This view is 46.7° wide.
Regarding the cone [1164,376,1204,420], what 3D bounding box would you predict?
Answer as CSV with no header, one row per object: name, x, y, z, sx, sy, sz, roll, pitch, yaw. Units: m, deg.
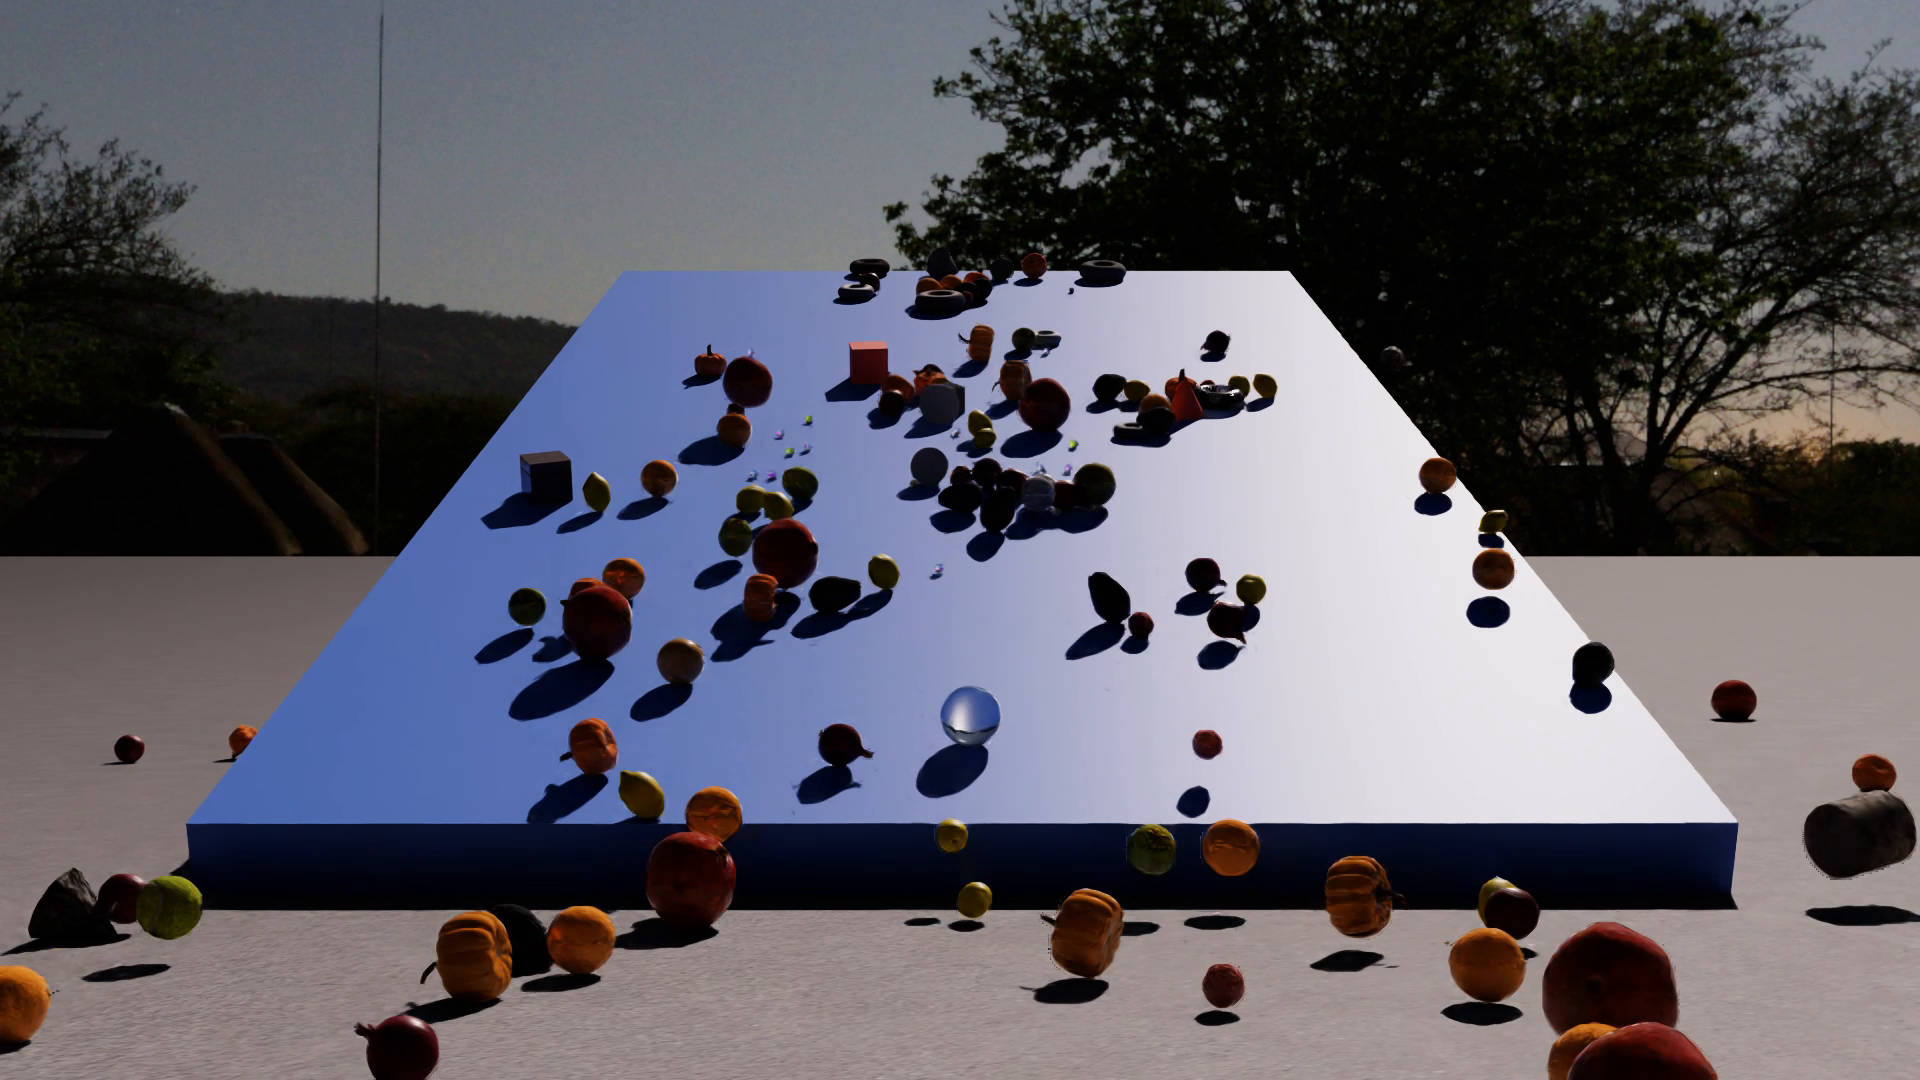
cone,0.501,-0.322,4.945,0.091,0.091,0.091,0,17,0

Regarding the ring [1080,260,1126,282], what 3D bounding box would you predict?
ring,0.420,-0.793,6.557,0.139,0.046,0.139,1,18,0

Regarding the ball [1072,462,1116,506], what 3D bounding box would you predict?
ball,0.257,-0.106,4.253,0.084,0.084,0.084,0,0,0

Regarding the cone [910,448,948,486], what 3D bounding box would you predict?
cone,-0.054,-0.139,4.445,0.078,0.078,0.078,0,-10,11

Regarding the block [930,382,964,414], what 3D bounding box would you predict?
block,-0.031,-0.315,4.976,0.060,0.060,0.060,-12,21,-34

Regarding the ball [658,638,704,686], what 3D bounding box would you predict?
ball,-0.419,0.182,3.335,0.071,0.071,0.071,0,0,0

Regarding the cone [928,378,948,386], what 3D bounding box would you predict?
cone,-0.048,-0.333,5.086,0.063,0.063,0.063,0,-10,-7

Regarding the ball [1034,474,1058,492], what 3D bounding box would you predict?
ball,0.158,-0.099,4.272,0.060,0.060,0.060,0,0,0

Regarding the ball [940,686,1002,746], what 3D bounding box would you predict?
ball,0.015,0.246,3.104,0.086,0.086,0.086,0,0,0

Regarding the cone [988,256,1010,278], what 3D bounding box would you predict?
cone,0.118,-0.790,6.573,0.067,0.067,0.067,0,-29,9

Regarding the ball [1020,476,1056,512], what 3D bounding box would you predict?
ball,0.147,-0.087,4.190,0.067,0.067,0.067,0,0,0

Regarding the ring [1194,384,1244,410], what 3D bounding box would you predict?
ring,0.582,-0.323,5.037,0.123,0.041,0.123,1,16,0

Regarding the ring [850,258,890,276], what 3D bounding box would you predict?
ring,-0.269,-0.813,6.628,0.121,0.040,0.121,-1,16,0

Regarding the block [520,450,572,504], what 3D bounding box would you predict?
block,-0.801,-0.121,4.305,0.080,0.080,0.080,-8,19,-23

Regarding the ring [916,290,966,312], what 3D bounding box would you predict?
ring,-0.054,-0.655,6.107,0.139,0.046,0.139,-1,16,0

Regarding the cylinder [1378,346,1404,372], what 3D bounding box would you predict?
cylinder,1.072,-0.451,5.529,0.057,0.057,0.057,0,12,19

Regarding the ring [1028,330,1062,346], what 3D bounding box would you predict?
ring,0.216,-0.517,5.686,0.086,0.029,0.086,0,19,0

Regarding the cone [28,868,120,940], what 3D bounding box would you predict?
cone,-1.001,0.439,2.554,0.090,0.090,0.090,27,3,7

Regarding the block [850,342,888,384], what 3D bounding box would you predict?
block,-0.217,-0.421,5.276,0.085,0.085,0.085,-2,17,-7

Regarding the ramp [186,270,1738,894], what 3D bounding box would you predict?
ramp,-0.003,-0.175,4.789,2.000,0.100,4.000,0,17,0

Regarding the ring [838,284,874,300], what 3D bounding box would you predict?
ring,-0.294,-0.700,6.271,0.103,0.034,0.103,-1,18,0

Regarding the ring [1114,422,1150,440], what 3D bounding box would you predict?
ring,0.368,-0.235,4.775,0.077,0.026,0.077,1,16,0
